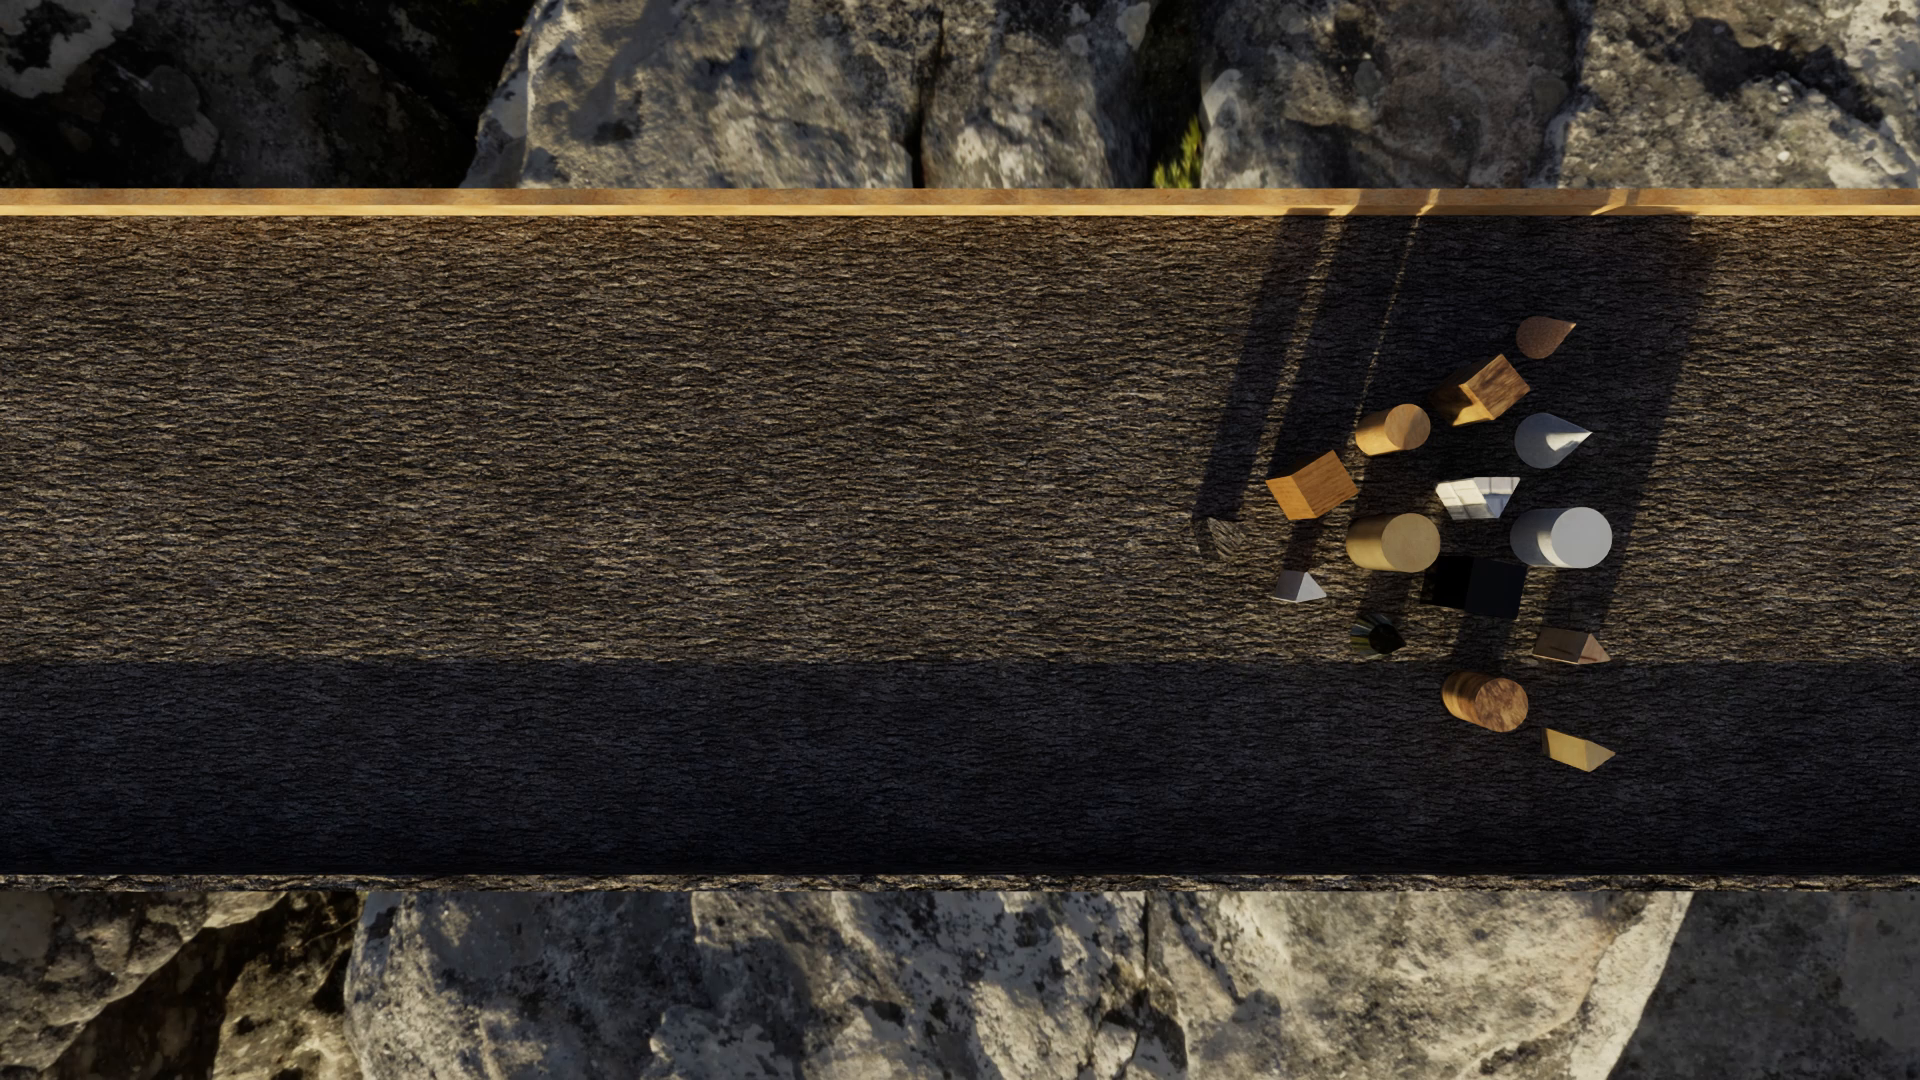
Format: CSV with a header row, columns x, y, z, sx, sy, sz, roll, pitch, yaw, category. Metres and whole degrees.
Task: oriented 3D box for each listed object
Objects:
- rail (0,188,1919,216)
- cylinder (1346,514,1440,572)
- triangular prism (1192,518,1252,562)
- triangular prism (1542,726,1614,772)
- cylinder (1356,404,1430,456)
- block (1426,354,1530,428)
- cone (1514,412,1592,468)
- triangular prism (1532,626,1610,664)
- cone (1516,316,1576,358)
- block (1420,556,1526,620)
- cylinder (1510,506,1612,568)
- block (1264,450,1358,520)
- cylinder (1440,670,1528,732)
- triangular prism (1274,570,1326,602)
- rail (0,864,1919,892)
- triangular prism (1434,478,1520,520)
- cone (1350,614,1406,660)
x,y,z,sx,sy,sz,roll,pitch,yaw,category
-2.247,-1.025,5.002,12.000,0.150,0.050,0,90,0,rail
1.271,0.008,4.862,0.168,0.430,0.168,0,90,0,cylinder
0.754,-0.024,4.907,0.114,0.338,0.131,42,90,0,triangular prism
1.813,0.605,4.897,0.093,0.360,0.080,-35,90,0,triangular prism
1.282,-0.324,4.900,0.132,0.353,0.132,0,90,0,cylinder
1.525,-0.435,4.875,0.133,0.404,0.133,-39,90,0,block
1.793,-0.306,4.875,0.172,0.403,0.172,0,90,0,cone
1.803,0.307,4.890,0.094,0.373,0.082,-7,90,0,triangular prism
1.778,-0.624,4.916,0.133,0.322,0.133,0,90,0,cone
1.502,0.136,4.851,0.151,0.451,0.151,11,90,0,block
1.780,-0.007,4.900,0.176,0.353,0.176,0,90,0,cylinder
1.035,-0.159,4.877,0.141,0.400,0.141,-32,90,0,block
1.556,0.474,4.907,0.154,0.339,0.154,0,90,0,cylinder
1.001,0.131,4.905,0.091,0.343,0.079,-11,90,0,triangular prism
-2.247,1.025,5.001,12.000,0.150,0.050,0,90,0,rail
1.537,-0.147,4.873,0.113,0.406,0.130,-30,90,0,triangular prism
1.272,0.297,4.882,0.143,0.389,0.143,0,90,0,cone
